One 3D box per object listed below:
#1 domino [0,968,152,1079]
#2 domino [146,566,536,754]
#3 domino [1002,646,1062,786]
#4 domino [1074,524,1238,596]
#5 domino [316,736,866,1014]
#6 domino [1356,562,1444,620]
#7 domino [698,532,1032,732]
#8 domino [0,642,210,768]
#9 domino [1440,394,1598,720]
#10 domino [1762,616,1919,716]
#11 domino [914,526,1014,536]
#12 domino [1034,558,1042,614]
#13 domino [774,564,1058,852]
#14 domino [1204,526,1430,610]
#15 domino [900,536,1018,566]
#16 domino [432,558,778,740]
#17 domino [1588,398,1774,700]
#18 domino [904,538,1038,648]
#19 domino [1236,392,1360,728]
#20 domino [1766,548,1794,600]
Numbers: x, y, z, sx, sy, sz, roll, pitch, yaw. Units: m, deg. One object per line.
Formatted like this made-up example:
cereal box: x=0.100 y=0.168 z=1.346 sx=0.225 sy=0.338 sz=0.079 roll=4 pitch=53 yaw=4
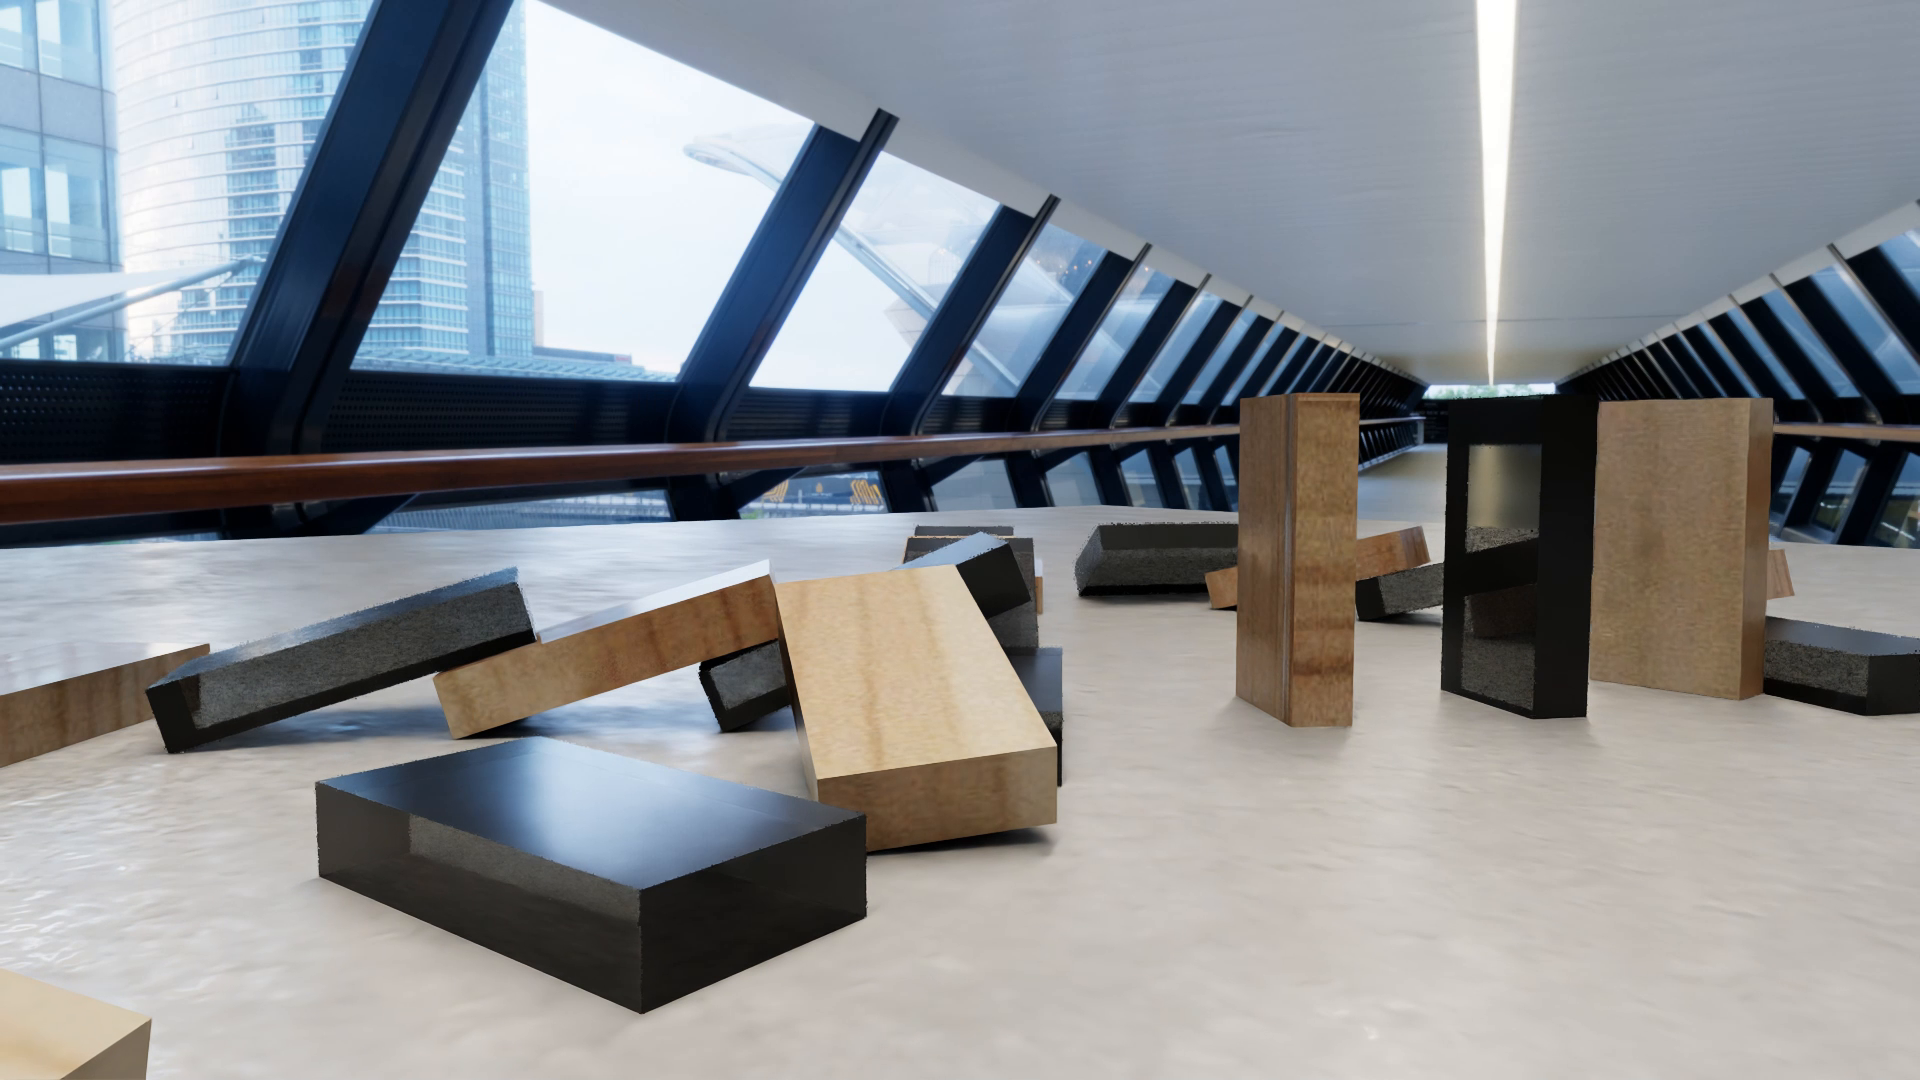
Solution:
domino: x=-0.071 y=0.026 z=0.062 sx=0.050 sy=0.010 sz=0.025 roll=14 pitch=12 yaw=7
domino: x=-0.091 y=0.017 z=0.194 sx=0.050 sy=0.009 sz=0.025 roll=-17 pitch=10 yaw=-17
domino: x=0.002 y=0.024 z=0.185 sx=0.025 sy=0.009 sz=0.050 roll=0 pitch=4 yaw=5
domino: x=0.059 y=0.006 z=0.355 sx=0.050 sy=0.009 sz=0.025 roll=-1 pitch=-26 yaw=-12
domino: x=-0.036 y=0.029 z=0.121 sx=0.050 sy=0.009 sz=0.025 roll=3 pitch=5 yaw=38
domino: x=0.121 y=0.009 z=0.302 sx=0.050 sy=0.010 sz=0.025 roll=-17 pitch=-8 yaw=41
domino: x=-0.016 y=0.014 z=0.203 sx=0.050 sy=0.009 sz=0.025 roll=-23 pitch=7 yaw=-6
domino: x=-0.138 y=0.024 z=0.189 sx=0.025 sy=0.010 sz=0.050 roll=0 pitch=4 yaw=2
domino: x=0.091 y=0.002 z=0.210 sx=0.009 sy=0.050 sz=0.025 roll=-1 pitch=4 yaw=-12
domino: x=0.148 y=0.021 z=0.227 sx=0.025 sy=0.010 sz=0.050 roll=-1 pitch=4 yaw=-14
domino: x=0.000 y=0.009 z=0.306 sx=0.025 sy=0.009 sz=0.050 roll=0 pitch=18 yaw=2
domino: x=0.010 y=0.012 z=0.346 sx=0.025 sy=0.010 sz=0.050 roll=0 pitch=4 yaw=3
domino: x=-0.007 y=0.018 z=0.155 sx=0.025 sy=0.009 sz=0.050 roll=-6 pitch=22 yaw=-11
domino: x=0.091 y=0.007 z=0.327 sx=0.050 sy=0.010 sz=0.025 roll=-15 pitch=-4 yaw=32
domino: x=0.000 y=0.012 z=0.268 sx=0.025 sy=0.009 sz=0.050 roll=0 pitch=19 yaw=2
domino: x=-0.052 y=0.016 z=0.199 sx=0.050 sy=0.009 sz=0.025 roll=-17 pitch=7 yaw=-7
domino: x=0.125 y=0.001 z=0.223 sx=0.009 sy=0.050 sz=0.025 roll=-5 pitch=6 yaw=-37
domino: x=0.001 y=0.013 z=0.235 sx=0.025 sy=0.010 sz=0.050 roll=0 pitch=21 yaw=2
domino: x=0.053 y=0.002 z=0.204 sx=0.010 sy=0.050 sz=0.025 roll=-1 pitch=4 yaw=-7
domino: x=0.142 y=0.012 z=0.270 sx=0.025 sy=0.009 sz=0.050 roll=-3 pitch=-9 yaw=-36
